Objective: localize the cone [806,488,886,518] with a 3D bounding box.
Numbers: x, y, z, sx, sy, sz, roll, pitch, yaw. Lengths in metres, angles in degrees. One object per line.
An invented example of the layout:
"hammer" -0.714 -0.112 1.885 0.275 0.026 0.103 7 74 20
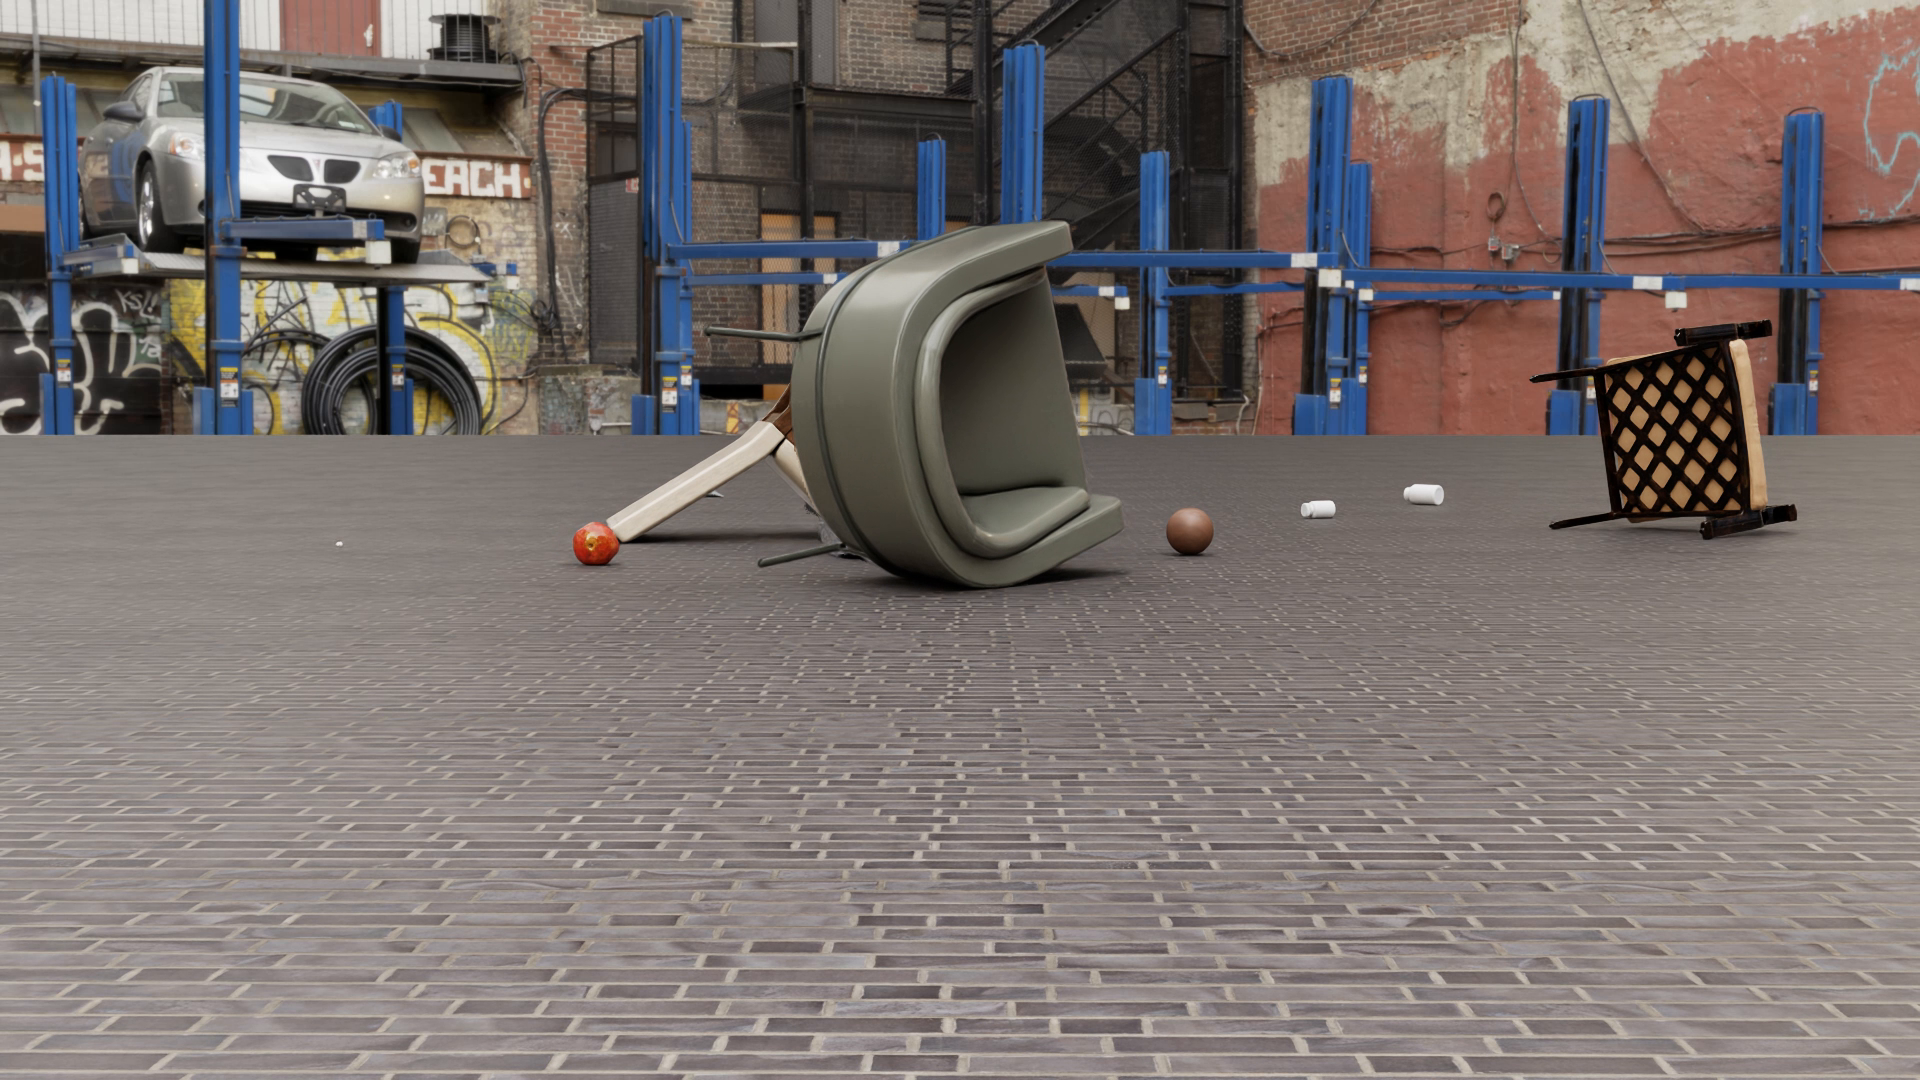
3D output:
"cone" -0.360 -0.101 7.607 0.286 0.115 0.258 0 -9 13

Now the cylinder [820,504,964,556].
"cylinder" -0.188 -0.027 5.966 0.314 0.133 0.319 -1 2 -19

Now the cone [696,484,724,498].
"cone" -1.027 -0.192 9.151 0.104 0.055 0.127 16 4 10
